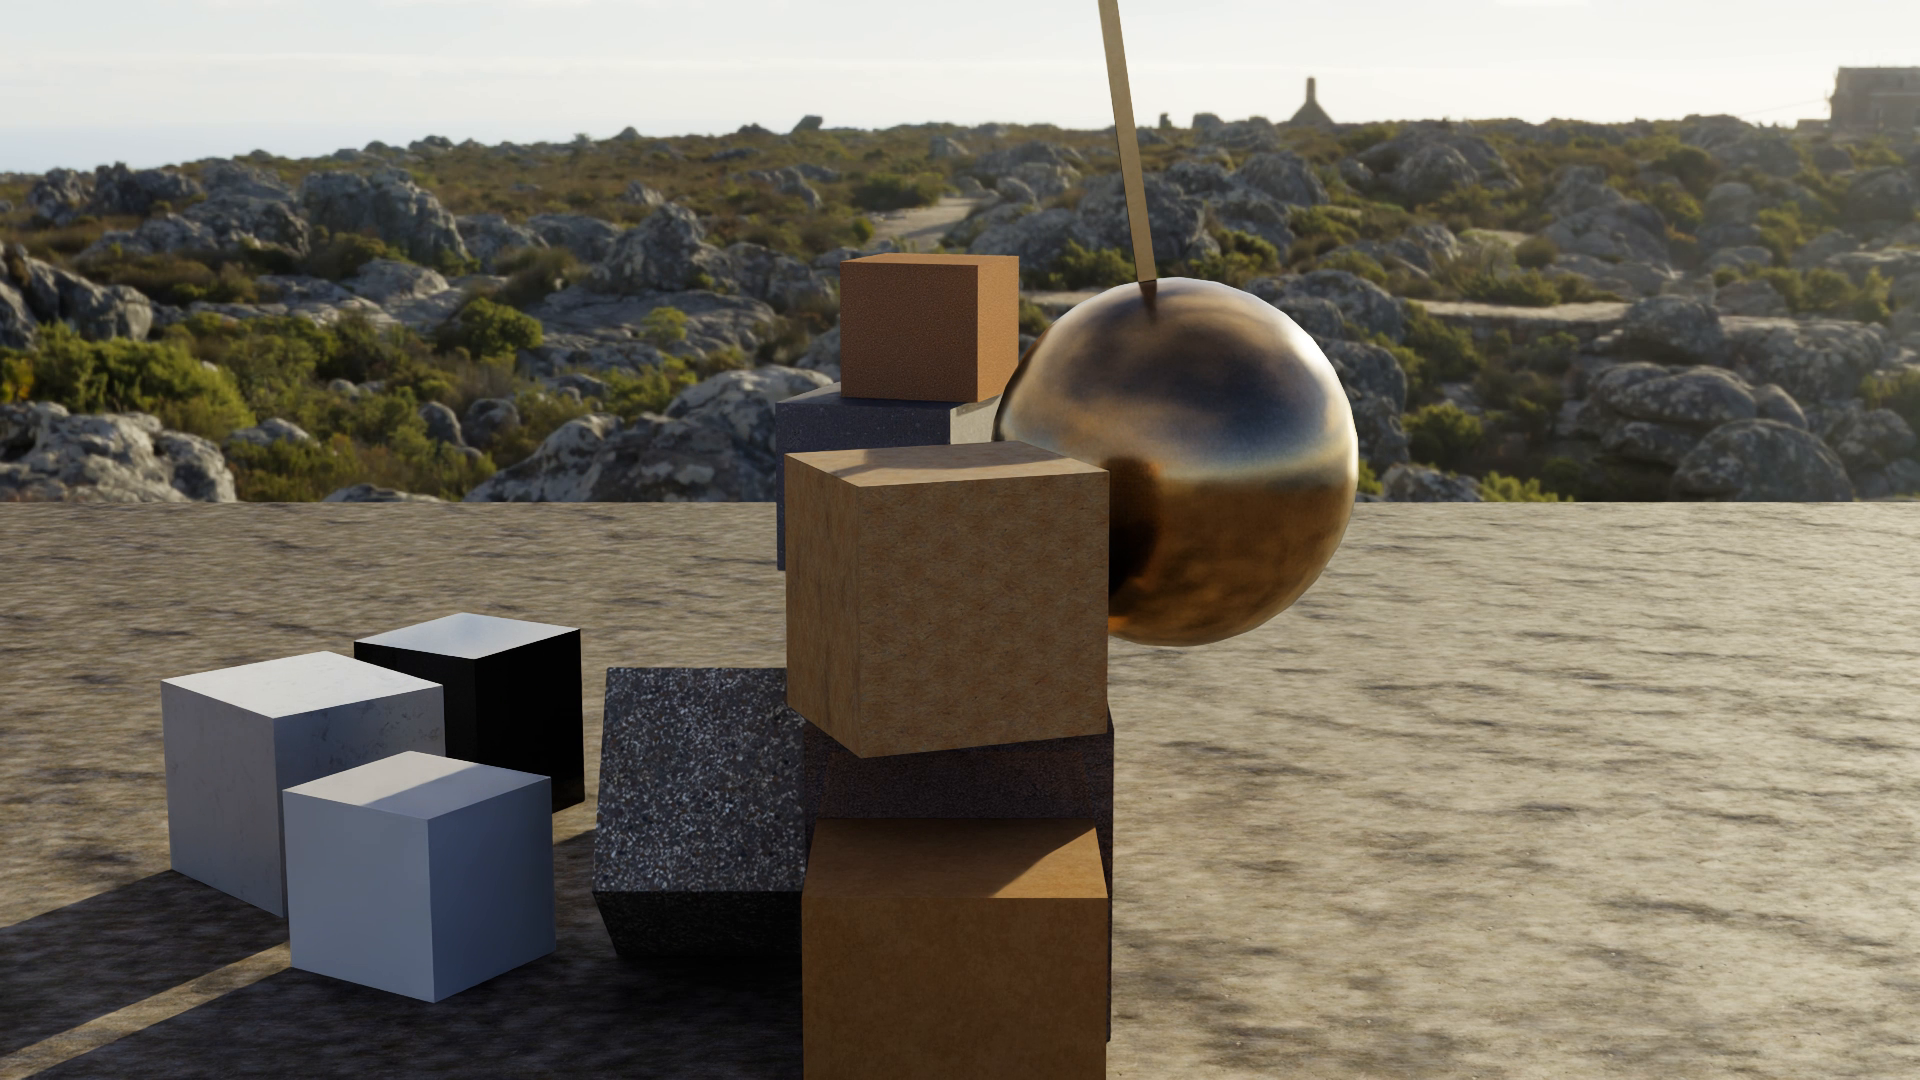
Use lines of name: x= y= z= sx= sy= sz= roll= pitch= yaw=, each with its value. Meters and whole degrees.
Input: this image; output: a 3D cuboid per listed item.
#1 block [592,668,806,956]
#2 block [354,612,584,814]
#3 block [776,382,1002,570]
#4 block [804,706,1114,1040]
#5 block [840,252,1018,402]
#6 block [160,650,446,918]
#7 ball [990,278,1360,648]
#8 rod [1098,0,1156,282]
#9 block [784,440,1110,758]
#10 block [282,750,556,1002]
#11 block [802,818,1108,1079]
block: x=-0.972 y=1.088 z=10.199 sx=0.823 sy=0.915 sz=0.798 roll=0 pitch=-27 yaw=0
block: x=-2.350 y=0.877 z=12.332 sx=0.747 sy=0.862 sz=0.763 roll=6 pitch=12 yaw=30
block: x=-0.319 y=-0.297 z=12.181 sx=0.848 sy=0.788 sz=0.862 roll=3 pitch=11 yaw=17
block: x=-0.002 y=1.159 z=9.898 sx=1.117 sy=1.178 sz=1.147 roll=0 pitch=10 yaw=0
block: x=-0.138 y=-1.018 z=12.177 sx=0.675 sy=0.632 sz=0.636 roll=3 pitch=11 yaw=18
block: x=-2.896 y=1.053 z=11.351 sx=0.830 sy=0.867 sz=0.962 roll=-10 pitch=14 yaw=-44
ball: x=0.923 y=-0.335 z=11.119 sx=1.600 sy=1.600 sz=1.600 roll=0 pitch=10 yaw=0
rod: x=0.400 y=-3.640 z=10.518 sx=0.080 sy=5.200 sz=0.080 roll=-9 pitch=10 yaw=2
block: x=-0.060 y=0.187 z=9.305 sx=0.934 sy=0.948 sz=0.826 roll=-4 pitch=11 yaw=-21
block: x=-2.151 y=1.324 z=10.248 sx=0.769 sy=0.727 sz=0.706 roll=6 pitch=12 yaw=31
block: x=-0.017 y=1.506 z=8.906 sx=1.002 sy=0.850 sz=0.909 roll=0 pitch=10 yaw=0
